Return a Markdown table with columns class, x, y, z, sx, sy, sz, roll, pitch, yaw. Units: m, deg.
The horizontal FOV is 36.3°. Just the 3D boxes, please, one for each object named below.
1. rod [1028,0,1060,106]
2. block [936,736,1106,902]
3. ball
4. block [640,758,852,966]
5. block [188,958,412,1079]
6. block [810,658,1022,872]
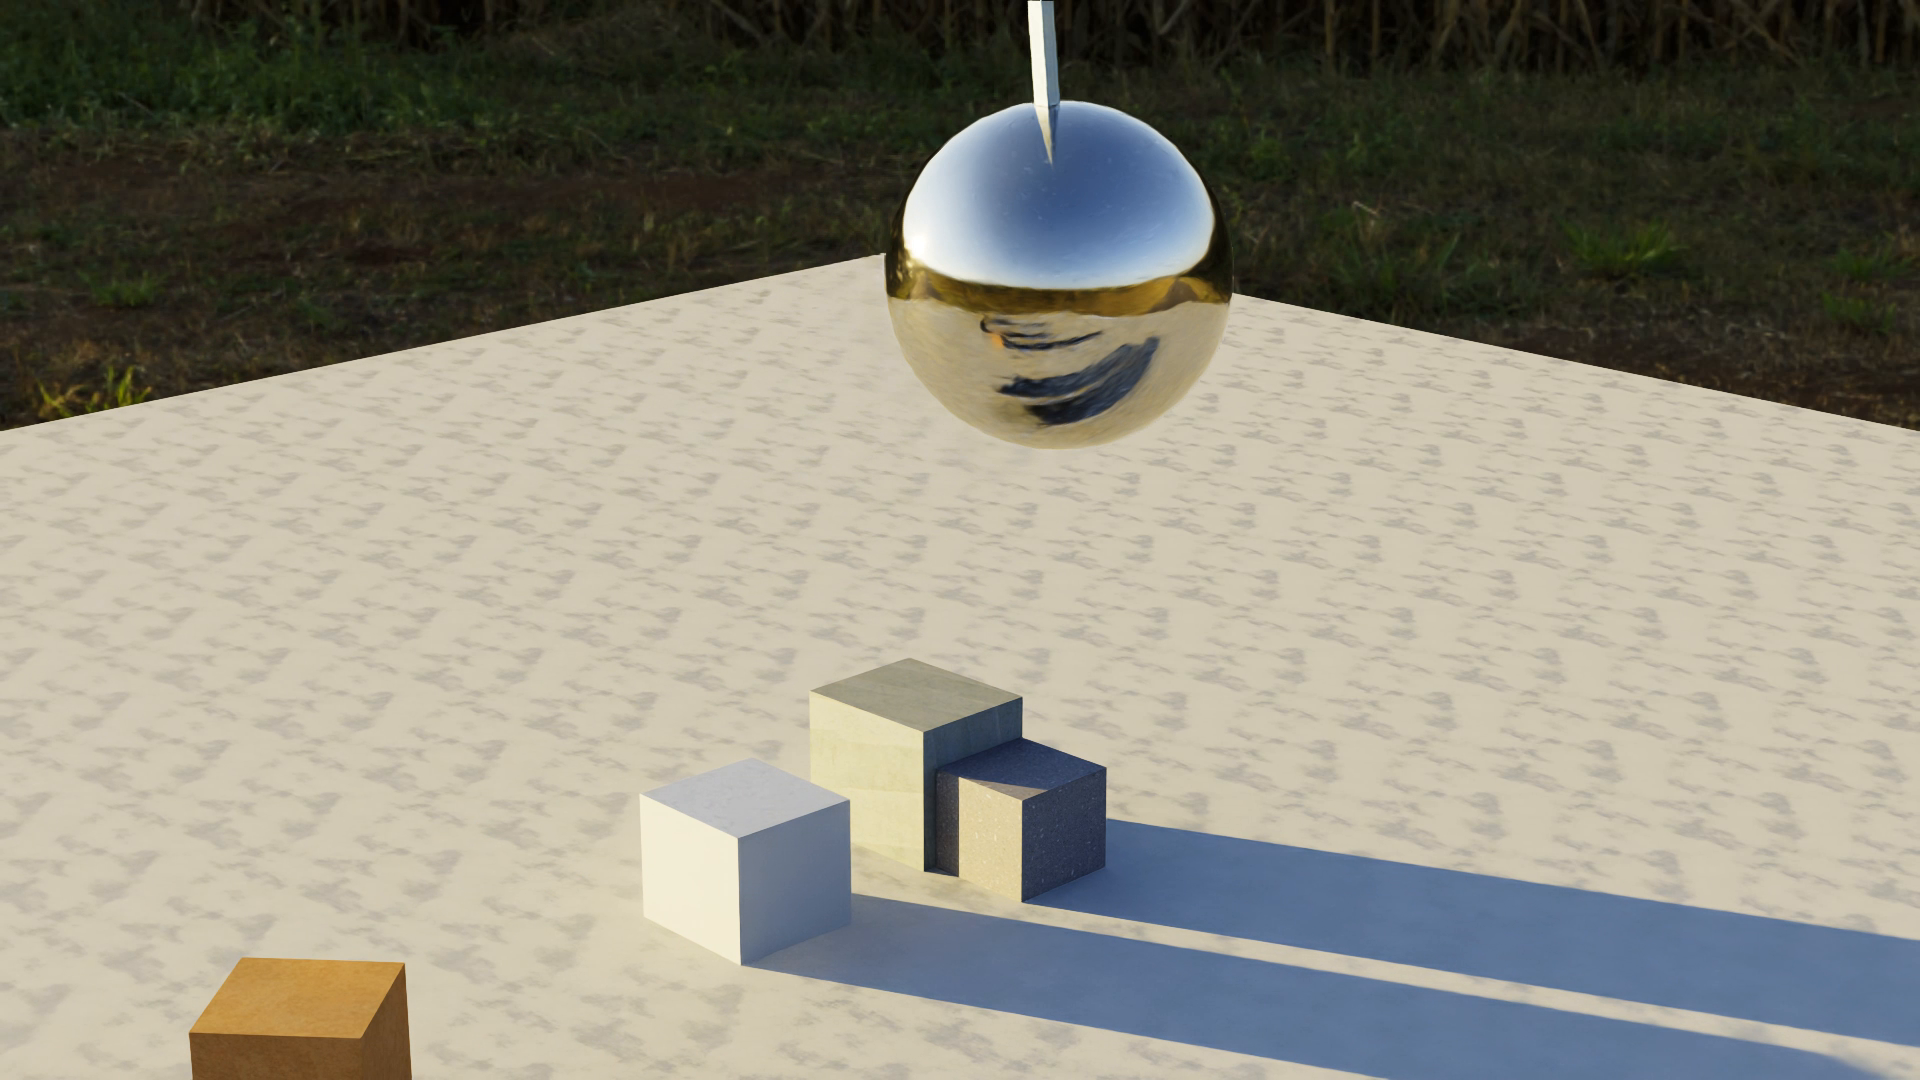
| class | x | y | z | sx | sy | sz | roll | pitch | yaw |
| --- | --- | --- | --- | --- | --- | --- | --- | --- | --- |
| rod | 0.196 | -4.362 | 12.176 | 0.080 | 5.200 | 0.080 | 17 | 30 | 42 |
| block | 0.280 | 1.276 | 13.462 | 0.560 | 0.493 | 0.544 | -17 | 24 | -42 |
| ball | 0.451 | -1.213 | 13.433 | 1.600 | 1.600 | 1.600 | 0 | 17 | 0 |
| block | -0.941 | 1.401 | 12.904 | 0.632 | 0.588 | 0.678 | -16 | 23 | -41 |
| block | -2.405 | 2.003 | 10.784 | 0.621 | 0.713 | 0.615 | 1 | 17 | 4 |
| block | -0.207 | 1.048 | 13.865 | 0.654 | 0.687 | 0.765 | -17 | 24 | -42 |
